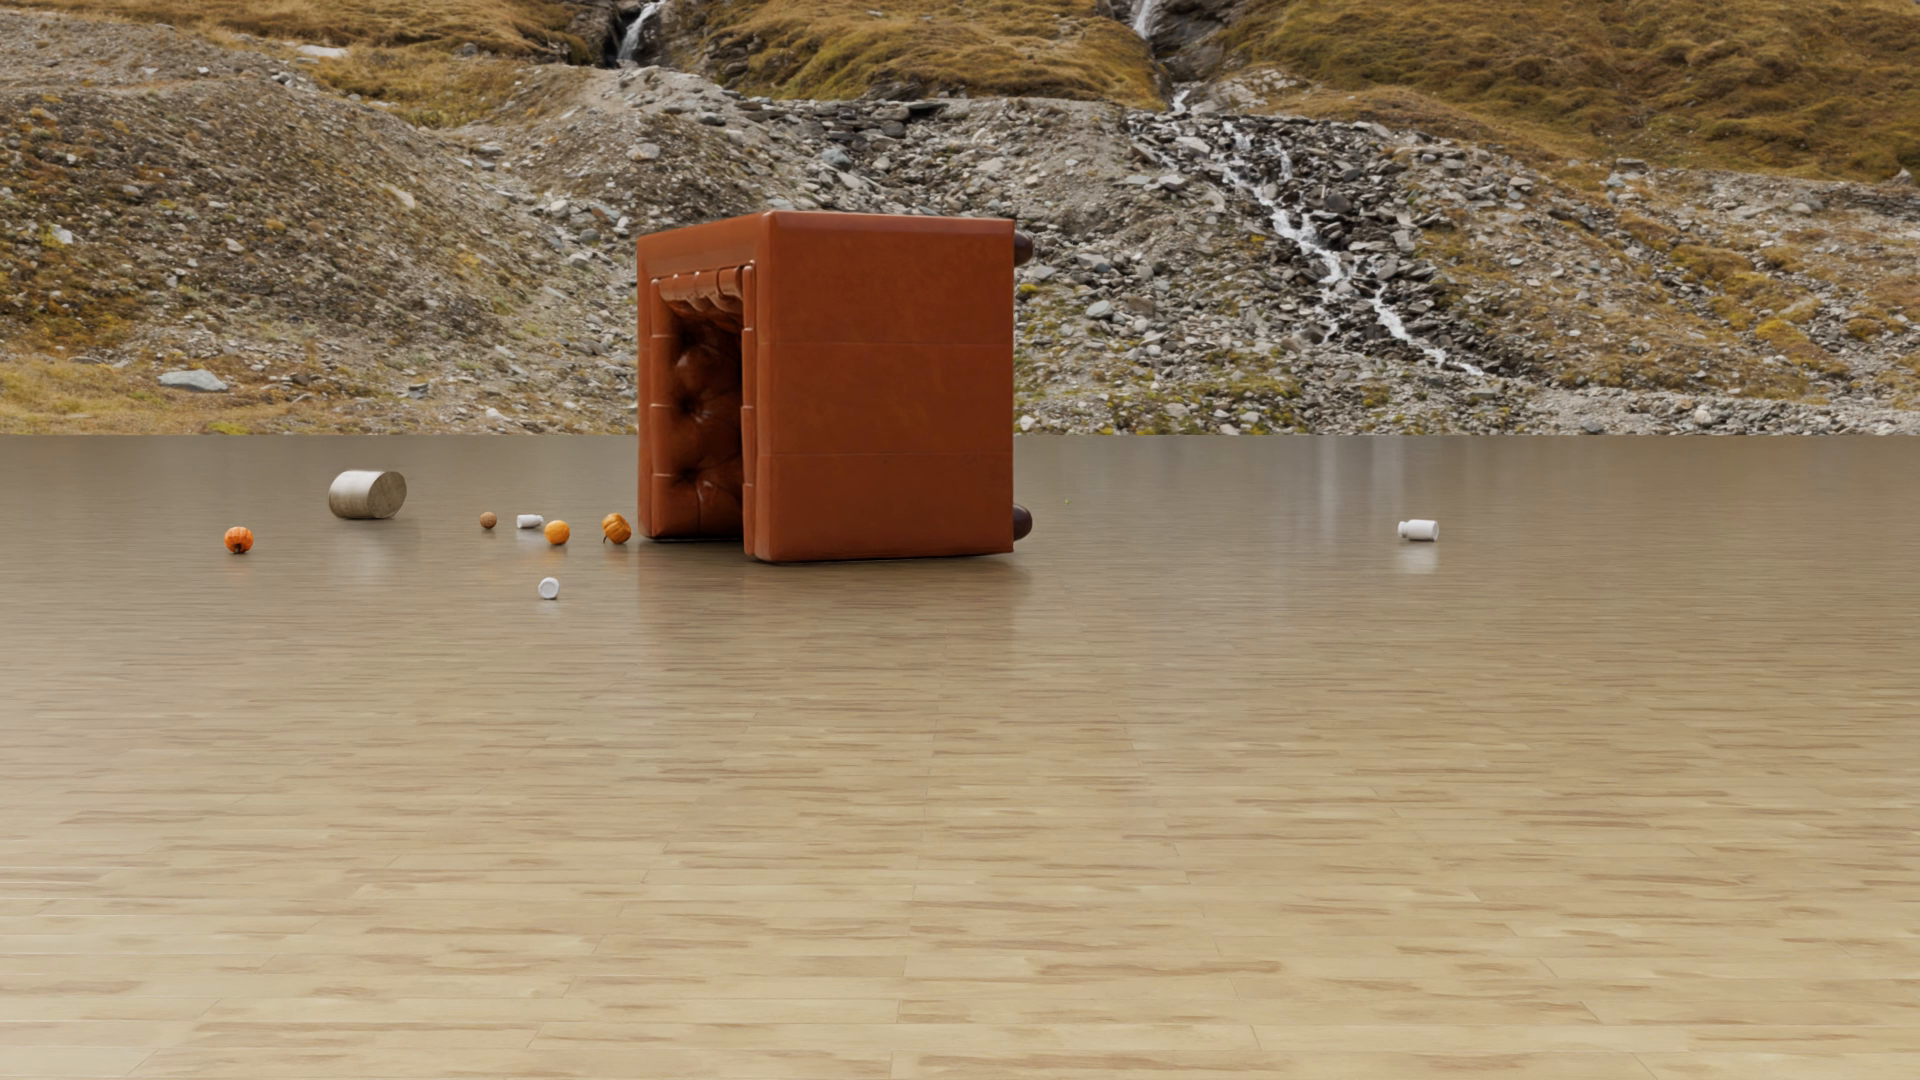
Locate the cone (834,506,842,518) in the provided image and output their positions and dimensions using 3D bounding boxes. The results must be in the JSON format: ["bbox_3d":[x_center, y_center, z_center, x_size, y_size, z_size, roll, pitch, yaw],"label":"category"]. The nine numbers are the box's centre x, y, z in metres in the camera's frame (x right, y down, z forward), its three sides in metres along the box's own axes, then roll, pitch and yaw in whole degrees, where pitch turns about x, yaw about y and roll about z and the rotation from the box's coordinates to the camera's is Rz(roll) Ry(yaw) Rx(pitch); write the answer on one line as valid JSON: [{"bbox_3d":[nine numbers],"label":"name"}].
[{"bbox_3d":[-0.419,-0.088,7.664,0.034,0.049,0.049,2,29,-23],"label":"cone"}]

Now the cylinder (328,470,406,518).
[{"bbox_3d":[-2.063,-0.159,7.659,0.172,0.158,0.214,2,24,24],"label":"cylinder"}]

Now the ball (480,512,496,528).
[{"bbox_3d":[-1.516,-0.063,7.066,0.054,0.054,0.054,0,4,0],"label":"ball"}]
